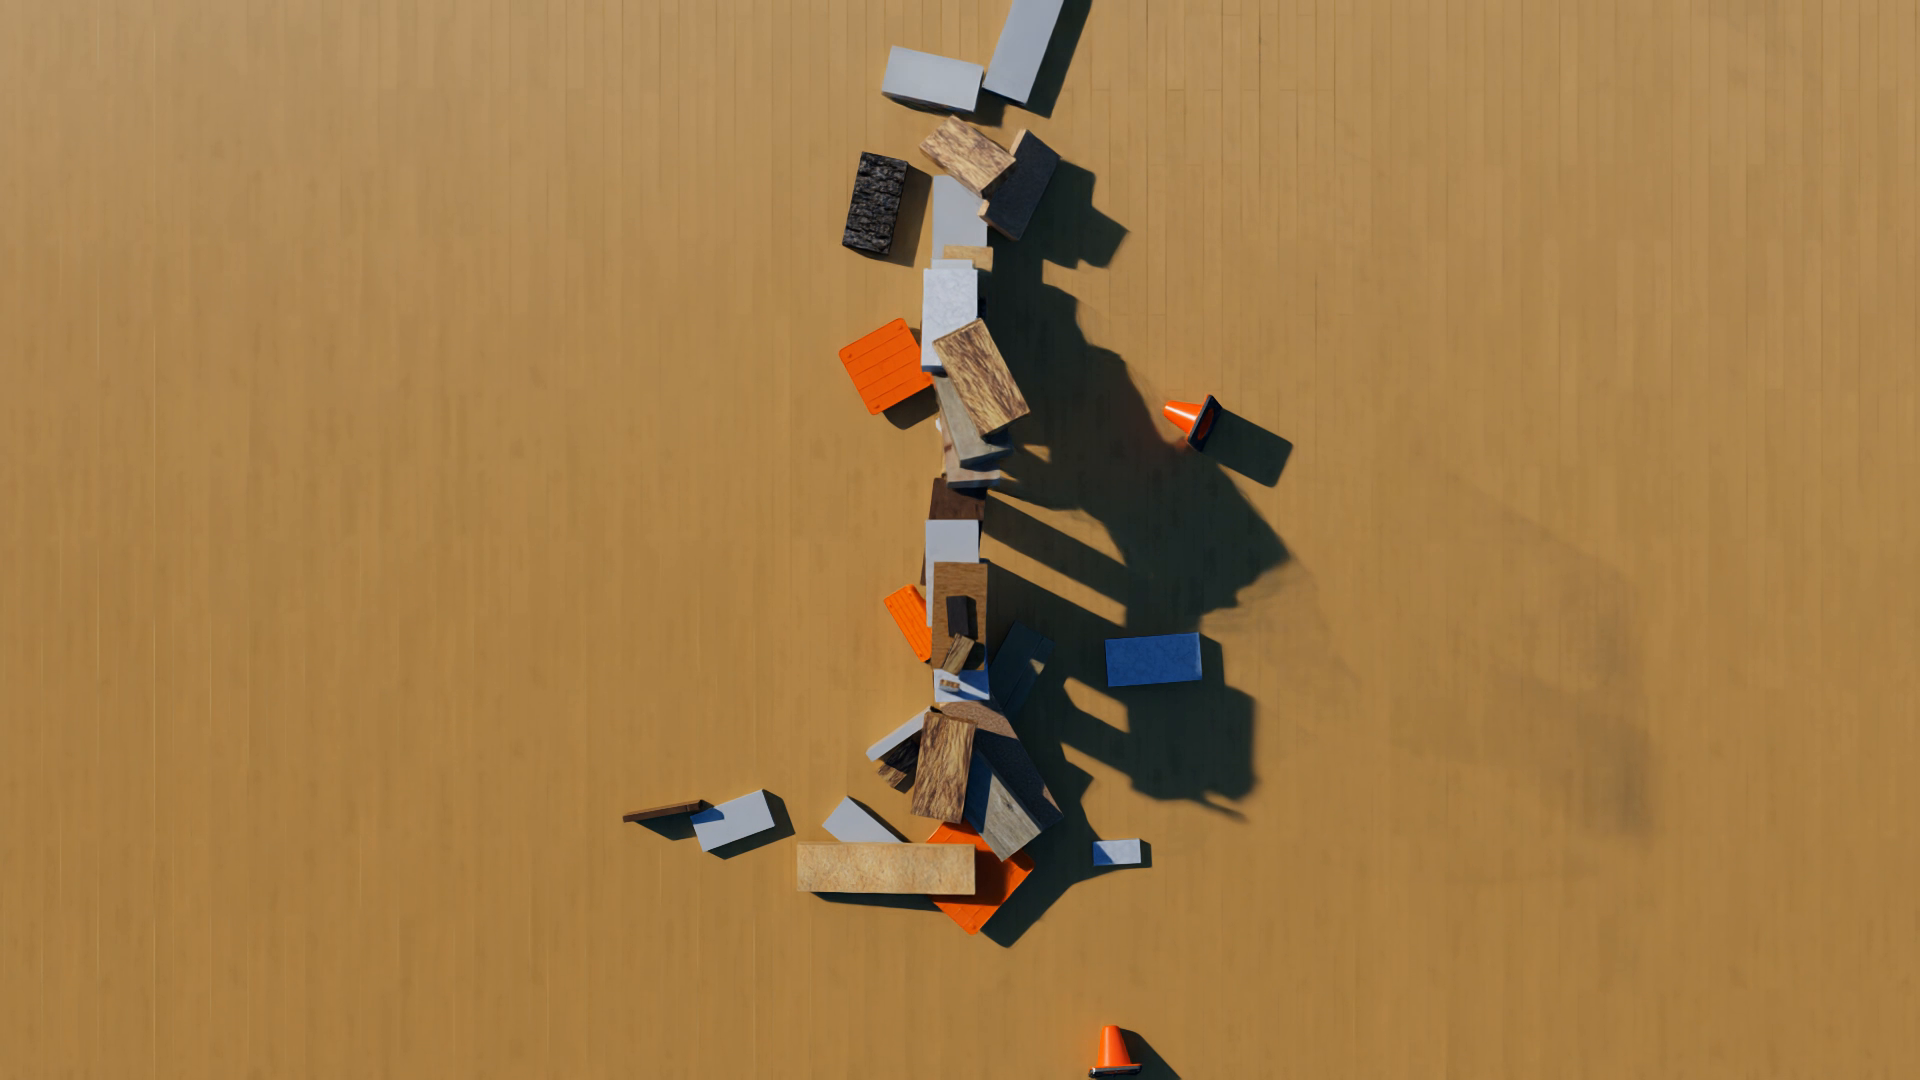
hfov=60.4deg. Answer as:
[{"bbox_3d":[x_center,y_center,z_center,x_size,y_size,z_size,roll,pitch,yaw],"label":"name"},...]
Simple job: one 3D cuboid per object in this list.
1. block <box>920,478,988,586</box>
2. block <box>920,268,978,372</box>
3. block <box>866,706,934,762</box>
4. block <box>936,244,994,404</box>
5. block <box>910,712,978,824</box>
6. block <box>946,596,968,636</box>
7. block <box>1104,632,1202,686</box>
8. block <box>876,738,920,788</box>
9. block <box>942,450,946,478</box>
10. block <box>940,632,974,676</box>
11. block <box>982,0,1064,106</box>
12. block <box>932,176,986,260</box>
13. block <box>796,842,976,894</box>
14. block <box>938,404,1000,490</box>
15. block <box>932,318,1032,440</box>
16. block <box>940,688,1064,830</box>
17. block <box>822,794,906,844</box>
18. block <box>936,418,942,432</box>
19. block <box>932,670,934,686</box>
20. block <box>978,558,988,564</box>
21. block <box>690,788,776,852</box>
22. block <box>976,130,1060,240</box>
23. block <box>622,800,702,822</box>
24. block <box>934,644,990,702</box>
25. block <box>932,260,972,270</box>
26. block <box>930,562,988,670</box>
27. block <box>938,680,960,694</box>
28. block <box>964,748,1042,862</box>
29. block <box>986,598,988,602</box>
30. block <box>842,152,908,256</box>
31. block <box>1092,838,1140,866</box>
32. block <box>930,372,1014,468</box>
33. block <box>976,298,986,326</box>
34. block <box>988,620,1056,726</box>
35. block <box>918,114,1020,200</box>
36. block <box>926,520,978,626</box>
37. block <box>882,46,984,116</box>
[{"bbox_3d":[-0.019,-0.016,5.139,0.168,0.048,0.337,8,90,0],"label":"block"},{"bbox_3d":[-0.032,-0.694,5.214,0.171,0.048,0.342,1,70,1],"label":"block"},{"bbox_3d":[-0.193,0.638,5.437,0.253,0.126,0.036,-35,90,0],"label":"block"},{"bbox_3d":[0.014,-0.698,5.380,0.161,0.046,0.512,3,92,0],"label":"block"},{"bbox_3d":[-0.051,0.739,5.356,0.169,0.048,0.338,10,100,10],"label":"block"},{"bbox_3d":[-0.008,0.230,5.015,0.060,0.017,0.121,-4,91,0],"label":"block"},{"bbox_3d":[0.641,0.396,5.478,0.312,0.044,0.156,-4,90,0],"label":"block"},{"bbox_3d":[-0.196,0.742,5.489,0.080,0.023,0.159,45,90,0],"label":"block"},{"bbox_3d":[0.010,-0.315,5.206,0.129,0.037,0.258,2,65,-1],"label":"block"},{"bbox_3d":[-0.009,0.348,5.008,0.060,0.017,0.121,24,99,-4],"label":"block"},{"bbox_3d":[0.262,-1.790,5.478,0.156,0.044,0.679,20,90,0],"label":"block"},{"bbox_3d":[0.000,-1.015,5.425,0.177,0.050,0.354,1,90,0],"label":"block"},{"bbox_3d":[-0.243,1.079,5.431,0.589,0.044,0.156,0,93,6],"label":"block"},{"bbox_3d":[0.027,-0.318,5.157,0.163,0.046,0.327,-4,63,-4],"label":"block"},{"bbox_3d":[0.065,-0.497,5.084,0.171,0.048,0.342,-26,77,-2],"label":"block"},{"bbox_3d":[0.139,0.731,5.443,0.169,0.048,0.531,-30,97,0],"label":"block"},{"bbox_3d":[-0.319,0.979,5.482,0.253,0.036,0.126,40,90,0],"label":"block"},{"bbox_3d":[0.011,-0.348,5.324,0.093,0.186,0.026,-21,132,-28],"label":"block"},{"bbox_3d":[-0.002,0.430,5.332,0.168,0.336,0.048,-3,92,0],"label":"block"},{"bbox_3d":[0.002,0.085,5.331,0.168,0.337,0.048,0,89,0],"label":"block"},{"bbox_3d":[-0.754,0.932,5.482,0.253,0.036,0.126,-20,90,0],"label":"block"},{"bbox_3d":[0.194,-1.164,5.418,0.161,0.046,0.321,30,82,-33],"label":"block"},{"bbox_3d":[-0.984,0.897,5.461,0.251,0.078,0.022,-10,90,0],"label":"block"},{"bbox_3d":[-0.002,0.332,5.140,0.168,0.048,0.336,-3,90,0],"label":"block"},{"bbox_3d":[-0.028,-0.775,5.293,0.129,0.037,0.258,1,72,1],"label":"block"},{"bbox_3d":[-0.003,0.232,5.046,0.163,0.046,0.327,2,91,0],"label":"block"},{"bbox_3d":[-0.033,0.449,5.055,0.060,0.121,0.017,15,77,0],"label":"block"},{"bbox_3d":[0.098,0.866,5.394,0.169,0.048,0.338,-40,89,14],"label":"block"},{"bbox_3d":[0.001,0.206,5.332,0.168,0.336,0.048,0,90,0],"label":"block"},{"bbox_3d":[-0.281,-1.117,5.478,0.156,0.044,0.312,12,90,0],"label":"block"},{"bbox_3d":[0.521,1.038,5.489,0.157,0.022,0.078,-3,90,0],"label":"block"},{"bbox_3d":[0.023,-0.439,5.164,0.171,0.048,0.433,-14,64,-8],"label":"block"},{"bbox_3d":[0.014,-0.567,5.312,0.129,0.037,0.430,1,84,-1],"label":"block"},{"bbox_3d":[0.176,0.441,5.478,0.156,0.044,0.312,29,90,0],"label":"block"},{"bbox_3d":[0.026,-1.252,5.388,0.161,0.046,0.321,-43,59,-8],"label":"block"},{"bbox_3d":[-0.023,0.102,5.091,0.163,0.046,0.328,-1,91,0],"label":"block"},{"bbox_3d":[-0.091,-1.525,5.474,0.312,0.044,0.156,13,87,0],"label":"block"}]
